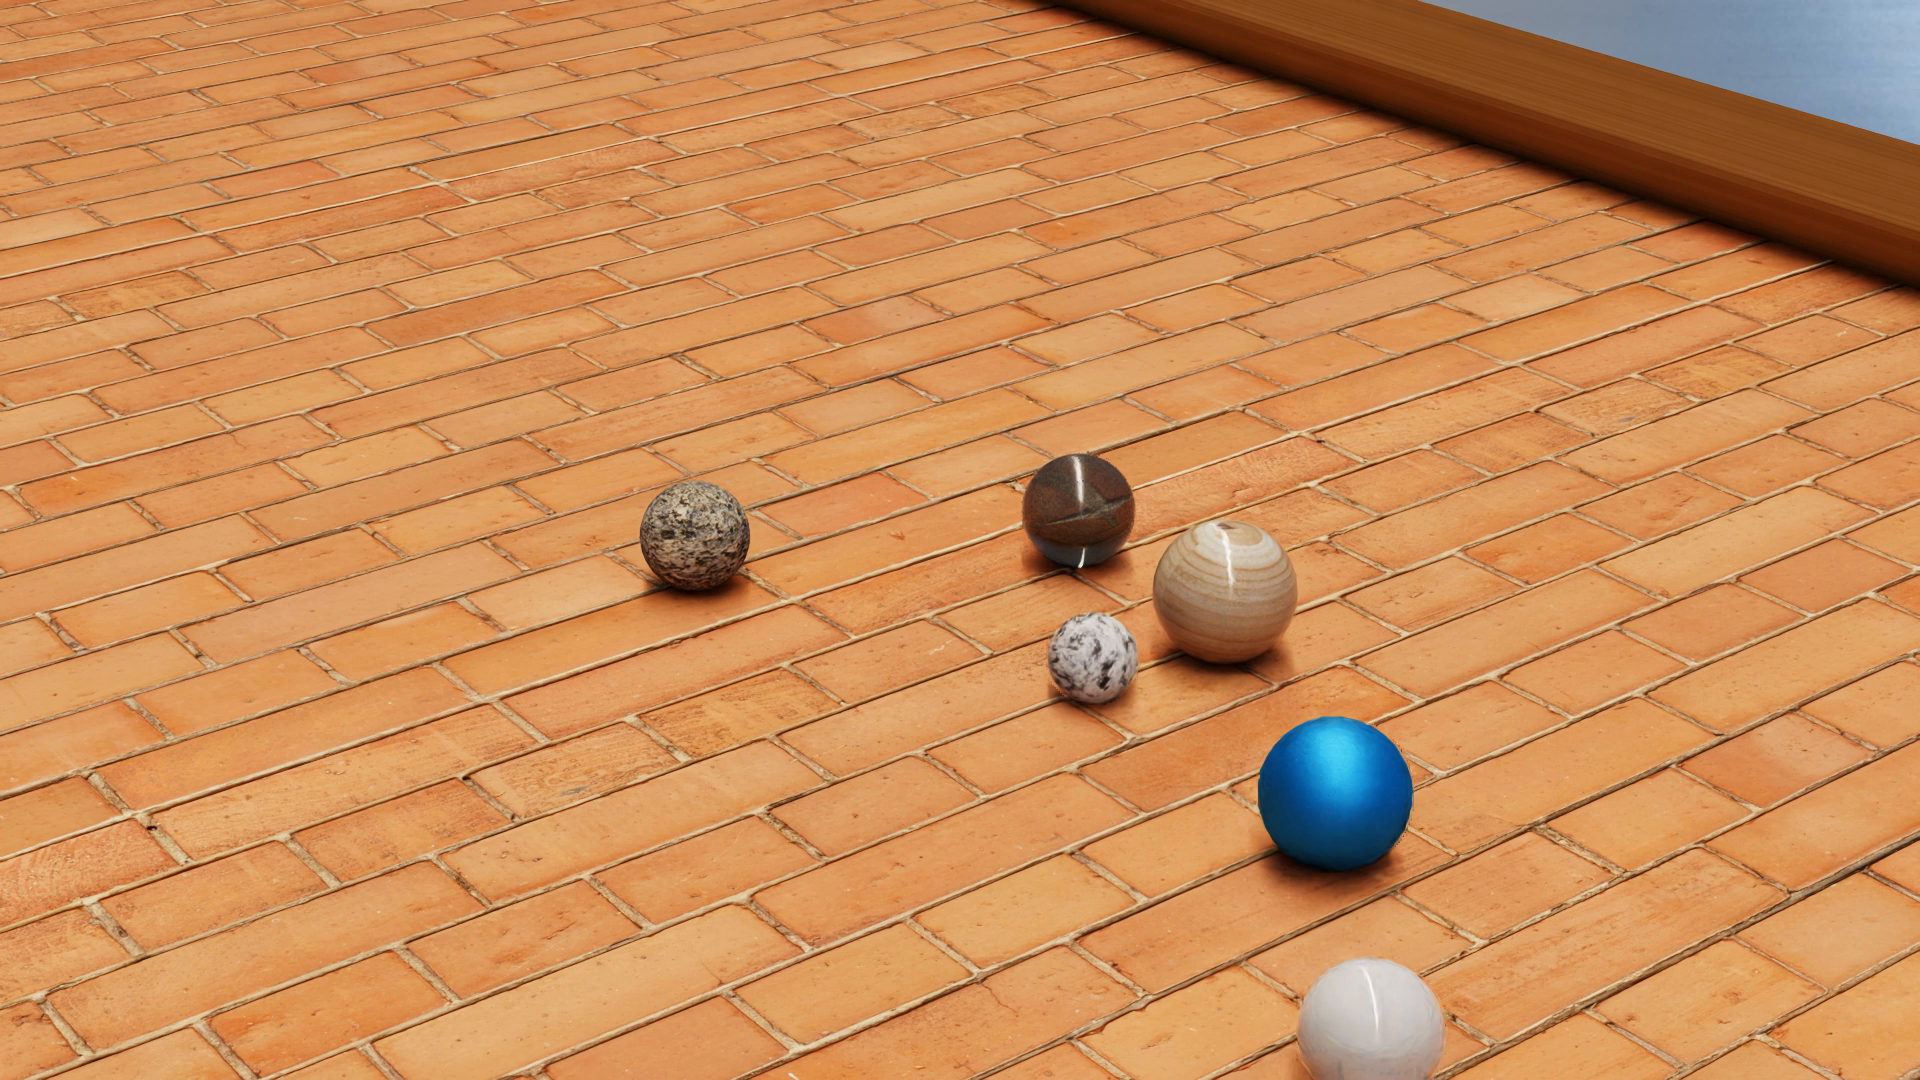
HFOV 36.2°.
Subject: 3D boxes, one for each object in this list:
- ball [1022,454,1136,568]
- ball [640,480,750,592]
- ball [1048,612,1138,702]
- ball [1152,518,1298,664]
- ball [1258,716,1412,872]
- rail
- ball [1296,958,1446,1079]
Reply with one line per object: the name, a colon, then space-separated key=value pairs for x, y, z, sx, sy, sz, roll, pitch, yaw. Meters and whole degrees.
ball: x=0.087 y=-0.022 z=2.158 sx=0.084 sy=0.084 sz=0.084 roll=0 pitch=25 yaw=0
ball: x=-0.191 y=-0.003 z=2.124 sx=0.080 sy=0.080 sz=0.080 roll=0 pitch=25 yaw=0
ball: x=0.089 y=0.079 z=1.973 sx=0.061 sy=0.061 sz=0.061 roll=0 pitch=25 yaw=0
ball: x=0.182 y=0.035 z=2.019 sx=0.100 sy=0.100 sz=0.100 roll=0 pitch=25 yaw=0
ball: x=0.226 y=0.153 z=1.777 sx=0.093 sy=0.093 sz=0.093 roll=0 pitch=25 yaw=0
rail: x=0.222 y=-0.643 z=3.419 sx=0.045 sy=0.130 sz=4.079 roll=-18 pitch=31 yaw=-33
ball: x=0.218 y=0.262 z=1.564 sx=0.079 sy=0.079 sz=0.079 roll=0 pitch=25 yaw=0
